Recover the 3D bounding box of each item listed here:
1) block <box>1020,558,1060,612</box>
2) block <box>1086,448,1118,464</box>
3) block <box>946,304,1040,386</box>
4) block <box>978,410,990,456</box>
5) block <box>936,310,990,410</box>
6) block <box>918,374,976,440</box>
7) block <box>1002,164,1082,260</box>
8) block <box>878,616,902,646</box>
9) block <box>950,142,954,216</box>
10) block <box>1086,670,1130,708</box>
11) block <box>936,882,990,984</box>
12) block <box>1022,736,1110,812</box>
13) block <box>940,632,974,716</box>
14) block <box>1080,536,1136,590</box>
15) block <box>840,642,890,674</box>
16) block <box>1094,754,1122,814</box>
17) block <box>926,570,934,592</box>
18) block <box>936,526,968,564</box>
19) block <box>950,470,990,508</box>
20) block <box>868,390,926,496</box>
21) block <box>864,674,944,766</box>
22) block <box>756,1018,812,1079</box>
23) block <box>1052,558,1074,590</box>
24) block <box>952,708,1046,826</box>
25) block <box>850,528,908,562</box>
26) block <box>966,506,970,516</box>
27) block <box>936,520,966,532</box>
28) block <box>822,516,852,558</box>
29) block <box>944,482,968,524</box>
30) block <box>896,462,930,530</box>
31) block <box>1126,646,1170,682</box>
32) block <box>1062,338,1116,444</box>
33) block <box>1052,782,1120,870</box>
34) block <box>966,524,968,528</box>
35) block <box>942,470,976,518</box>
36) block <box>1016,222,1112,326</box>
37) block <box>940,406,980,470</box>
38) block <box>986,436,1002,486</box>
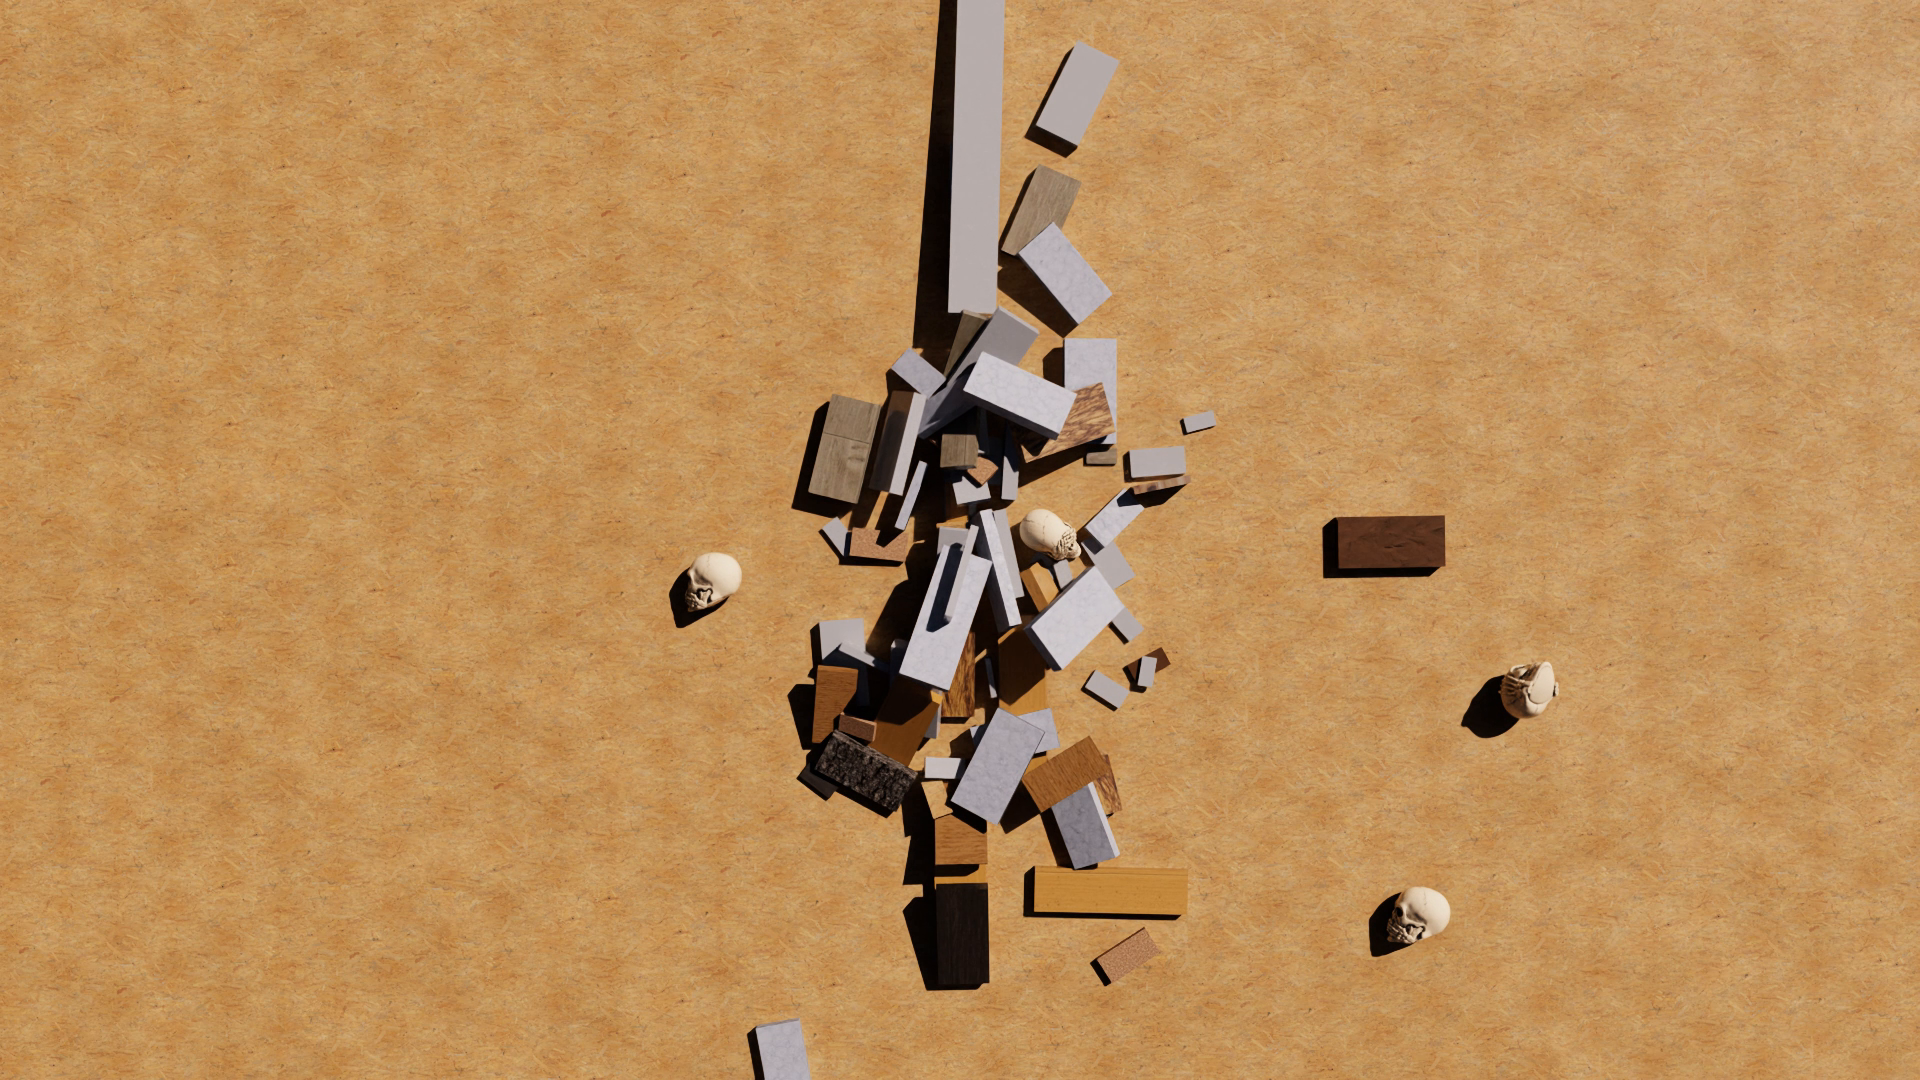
[{"bbox_3d":[0.298,0.214,5.418,0.041,0.145,0.291,-26,93,22],"label":"block"},{"bbox_3d":[0.472,-0.279,5.493,0.101,0.014,0.050,0,90,0],"label":"block"},{"bbox_3d":[0.106,-0.592,5.356,0.154,0.044,0.309,31,112,-13],"label":"block"},{"bbox_3d":[0.050,-0.351,5.379,0.079,0.022,0.158,-2,67,-6],"label":"block"},{"bbox_3d":[0.038,-0.587,5.408,0.154,0.044,0.309,16,115,-7],"label":"block"},{"bbox_3d":[-0.049,-0.432,5.352,0.230,0.033,0.115,-31,47,25],"label":"block"},{"bbox_3d":[0.270,-1.072,5.478,0.156,0.044,0.312,23,90,0],"label":"block"},{"bbox_3d":[-0.231,0.305,5.494,0.045,0.013,0.091,-28,90,0],"label":"block"},{"bbox_3d":[0.027,-1.192,5.450,0.120,0.034,0.239,-1,86,0],"label":"block"},{"bbox_3d":[0.490,0.496,5.491,0.134,0.019,0.067,33,90,0],"label":"block"},{"bbox_3d":[0.010,1.297,5.434,0.170,0.048,0.340,-1,104,0],"label":"block"},{"bbox_3d":[0.344,0.763,5.379,0.263,0.037,0.131,-33,83,7],"label":"block"},{"bbox_3d":[-0.022,0.443,5.447,0.142,0.040,0.284,0,104,0],"label":"block"},{"bbox_3d":[0.492,0.064,5.487,0.095,0.027,0.190,-33,90,0],"label":"block"},{"bbox_3d":[-0.307,0.385,5.414,0.182,0.091,0.026,26,90,0],"label":"block"},{"bbox_3d":[0.468,0.813,5.460,0.095,0.027,0.190,-15,90,-1],"label":"block"},{"bbox_3d":[-0.038,0.240,5.431,0.142,0.040,0.283,0,111,0],"label":"block"},{"bbox_3d":[-0.029,0.052,5.402,0.093,0.026,0.186,5,107,-2],"label":"block"},{"bbox_3d":[0.022,-0.224,5.384,0.111,0.031,0.221,-11,72,-4],"label":"block"},{"bbox_3d":[-0.206,-0.320,5.415,0.047,0.167,0.334,14,90,-28],"label":"block"},{"bbox_3d":[-0.198,0.612,5.399,0.167,0.047,0.334,26,119,0],"label":"block"},{"bbox_3d":[-0.579,1.747,5.479,0.145,0.041,0.290,-11,90,0],"label":"block"},{"bbox_3d":[0.345,0.115,5.483,0.049,0.014,0.097,-19,99,-6],"label":"block"},{"bbox_3d":[0.125,0.737,5.375,0.170,0.048,0.340,27,92,10],"label":"block"},{"bbox_3d":[-0.269,0.015,5.476,0.186,0.026,0.093,7,90,-7],"label":"block"},{"bbox_3d":[-0.005,-0.071,5.460,0.069,0.020,0.138,1,111,0],"label":"block"},{"bbox_3d":[-0.020,0.028,5.442,0.093,0.026,0.186,-6,119,2],"label":"block"},{"bbox_3d":[-0.396,-0.009,5.491,0.063,0.018,0.125,-37,90,0],"label":"block"},{"bbox_3d":[-0.013,-0.121,5.418,0.069,0.020,0.138,-2,95,0],"label":"block"},{"bbox_3d":[-0.158,-0.145,5.442,0.033,0.115,0.230,21,90,0],"label":"block"},{"bbox_3d":[0.628,0.415,5.491,0.131,0.018,0.065,-28,90,0],"label":"block"},{"bbox_3d":[0.429,-0.491,5.460,0.173,0.049,0.346,0,93,-5],"label":"block"},{"bbox_3d":[0.399,0.917,5.443,0.153,0.043,0.307,-22,88,25],"label":"block"},{"bbox_3d":[-0.010,0.002,5.467,0.069,0.020,0.138,1,111,0],"label":"block"},{"bbox_3d":[0.000,-0.186,5.461,0.111,0.031,0.221,1,102,0],"label":"block"},{"bbox_3d":[0.345,-0.878,5.446,0.154,0.044,0.309,-42,100,-5],"label":"block"},{"bbox_3d":[0.002,-0.340,5.345,0.115,0.033,0.230,-4,69,19],"label":"block"},{"bbox_3d":[0.099,-0.263,5.474,0.079,0.022,0.157,2,90,-23],"label":"block"}]
